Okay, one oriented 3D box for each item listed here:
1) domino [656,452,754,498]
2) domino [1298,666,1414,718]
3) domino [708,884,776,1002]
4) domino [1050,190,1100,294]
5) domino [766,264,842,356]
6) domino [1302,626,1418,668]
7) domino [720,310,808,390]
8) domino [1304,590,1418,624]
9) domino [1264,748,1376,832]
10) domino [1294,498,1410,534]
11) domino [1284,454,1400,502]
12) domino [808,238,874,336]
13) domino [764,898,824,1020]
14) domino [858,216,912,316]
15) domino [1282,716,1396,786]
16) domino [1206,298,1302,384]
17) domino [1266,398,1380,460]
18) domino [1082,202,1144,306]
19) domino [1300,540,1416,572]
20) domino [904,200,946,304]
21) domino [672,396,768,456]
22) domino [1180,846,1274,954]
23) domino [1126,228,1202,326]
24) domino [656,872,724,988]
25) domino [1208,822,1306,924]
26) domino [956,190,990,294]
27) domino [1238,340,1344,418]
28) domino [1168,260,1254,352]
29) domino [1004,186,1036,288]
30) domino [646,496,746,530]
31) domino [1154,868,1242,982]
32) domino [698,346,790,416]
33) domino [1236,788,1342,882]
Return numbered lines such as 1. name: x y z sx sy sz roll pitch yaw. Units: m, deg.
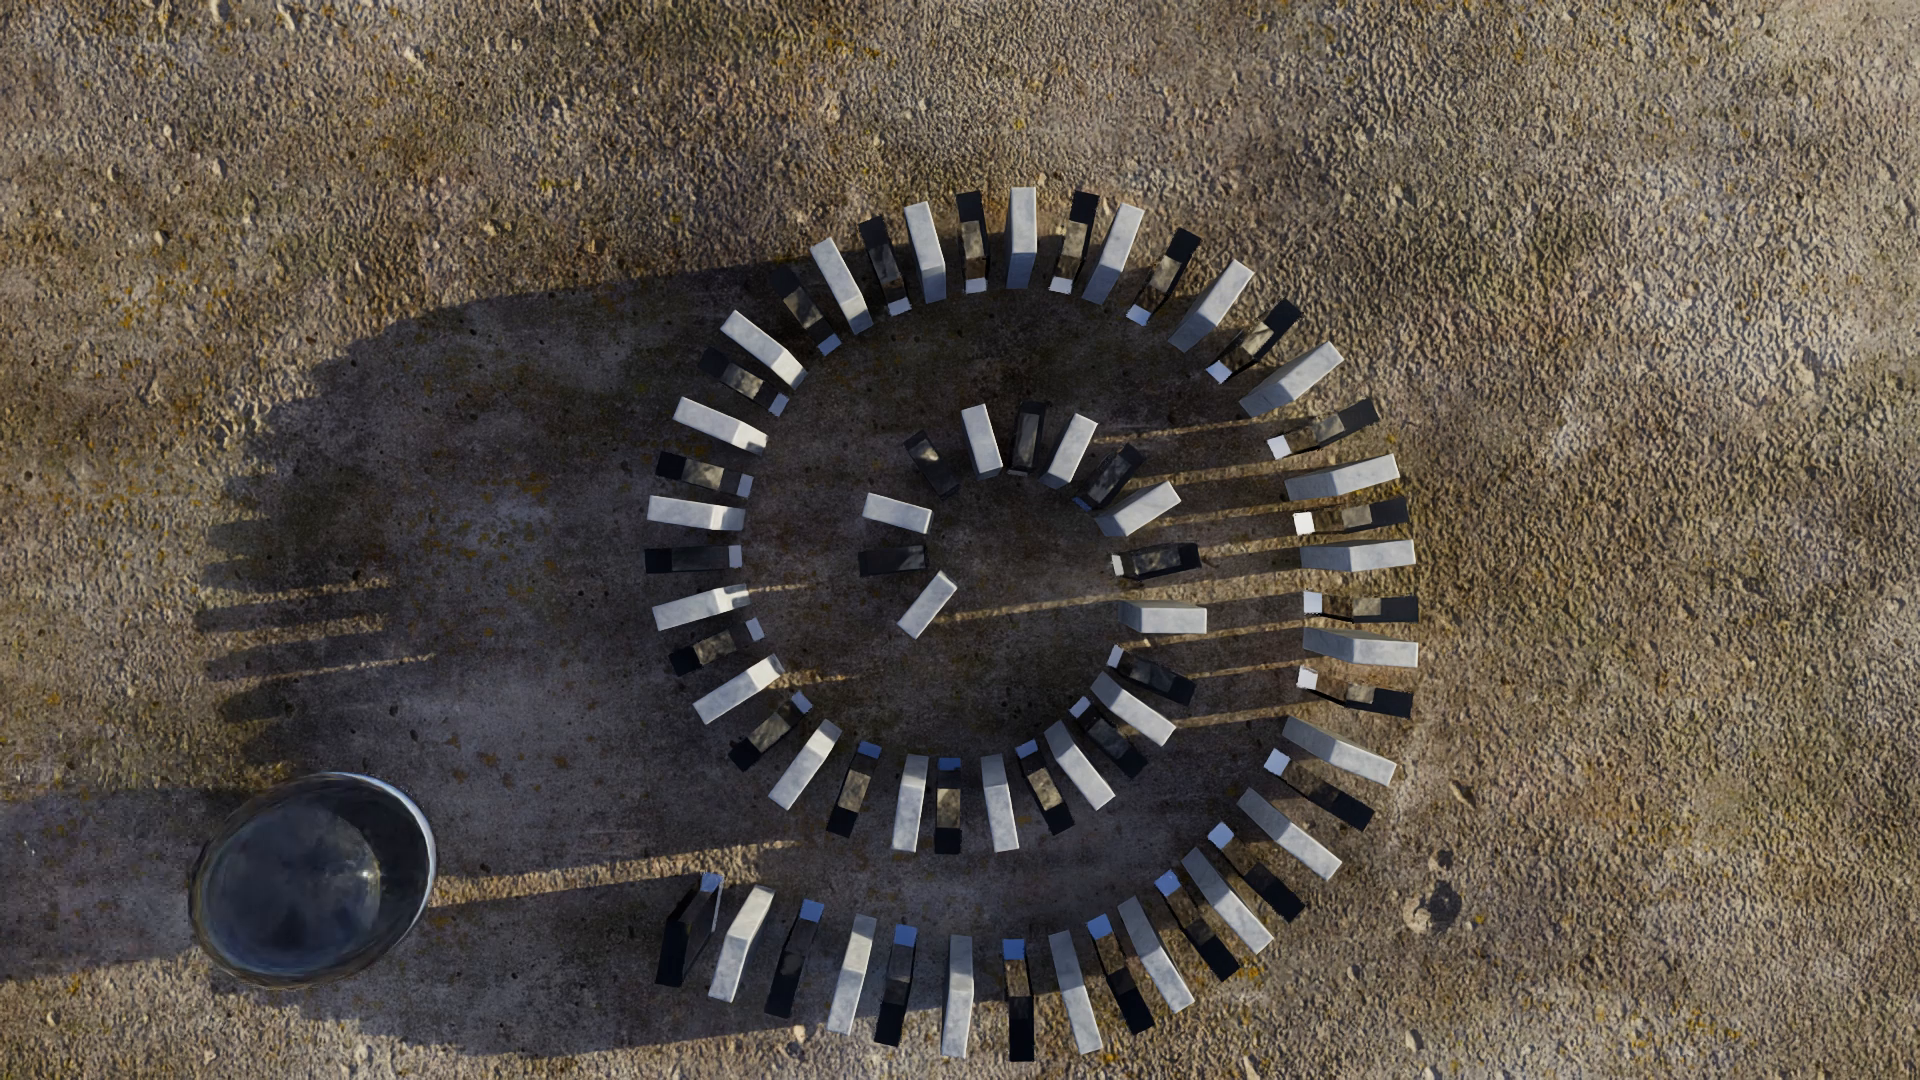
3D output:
1. domino: -0.103 -0.026 0.375 0.025 0.050 0.010 15 90 0
2. domino: 0.160 0.061 0.375 0.025 0.050 0.009 10 90 0
3. domino: -0.088 0.164 0.375 0.010 0.050 0.025 16 90 0
4. domino: 0.046 -0.120 0.375 0.010 0.050 0.025 12 90 0
5. domino: -0.063 -0.093 0.375 0.010 0.050 0.025 -37 90 0
6. domino: 0.162 0.043 0.375 0.025 0.050 0.009 4 90 0
7. domino: -0.079 -0.077 0.375 0.025 0.050 0.009 38 90 0
8. domino: 0.163 0.027 0.375 0.025 0.050 0.010 -1 90 0
9. domino: 0.146 0.101 0.375 0.025 0.050 0.010 31 90 0
10. domino: 0.159 -0.009 0.375 0.025 0.050 0.009 -11 90 0
11. domino: 0.155 -0.025 0.375 0.025 0.050 0.010 -17 90 0
12. domino: -0.048 -0.103 0.375 0.010 0.050 0.025 -28 90 0
13. domino: -0.067 0.170 0.375 0.009 0.050 0.025 16 90 0
14. domino: -0.030 -0.111 0.375 0.009 0.050 0.025 -21 90 0
15. domino: 0.154 0.085 0.375 0.025 0.050 0.009 22 90 0
16. domino: 0.119 -0.080 0.375 0.009 0.050 0.025 42 90 0
17. domino: 0.147 -0.045 0.375 0.025 0.050 0.010 -26 90 0
18. domino: 0.062 -0.116 0.375 0.009 0.050 0.025 20 90 0
19. domino: 0.161 0.006 0.375 0.025 0.050 0.009 -7 90 0
20. domino: -0.014 -0.116 0.375 0.009 0.050 0.025 -16 90 0
21. domino: -0.097 -0.046 0.375 0.025 0.050 0.010 23 90 0
22. domino: 0.108 0.146 0.375 0.010 0.050 0.025 -42 90 0
23. domino: 0.082 -0.106 0.375 0.009 0.050 0.025 28 90 0
24. domino: -0.110 0.158 0.375 0.009 0.050 0.025 10 90 0
25. domino: 0.120 0.135 0.375 0.025 0.050 0.009 44 90 0
26. domino: 0.005 -0.120 0.375 0.010 0.050 0.025 -9 90 0
27. domino: 0.134 -0.065 0.375 0.025 0.050 0.010 -39 90 0
28. domino: 0.101 -0.095 0.375 0.010 0.050 0.025 35 90 0
29. domino: 0.024 -0.122 0.375 0.009 0.050 0.025 -1 90 0
30. domino: -0.107 -0.011 0.375 0.025 0.050 0.009 9 90 0
31. domino: 0.096 0.156 0.375 0.009 0.050 0.025 -38 90 0
32. domino: -0.088 -0.064 0.375 0.025 0.050 0.010 30 90 0
33. domino: 0.133 0.119 0.375 0.025 0.050 0.010 38 90 0
